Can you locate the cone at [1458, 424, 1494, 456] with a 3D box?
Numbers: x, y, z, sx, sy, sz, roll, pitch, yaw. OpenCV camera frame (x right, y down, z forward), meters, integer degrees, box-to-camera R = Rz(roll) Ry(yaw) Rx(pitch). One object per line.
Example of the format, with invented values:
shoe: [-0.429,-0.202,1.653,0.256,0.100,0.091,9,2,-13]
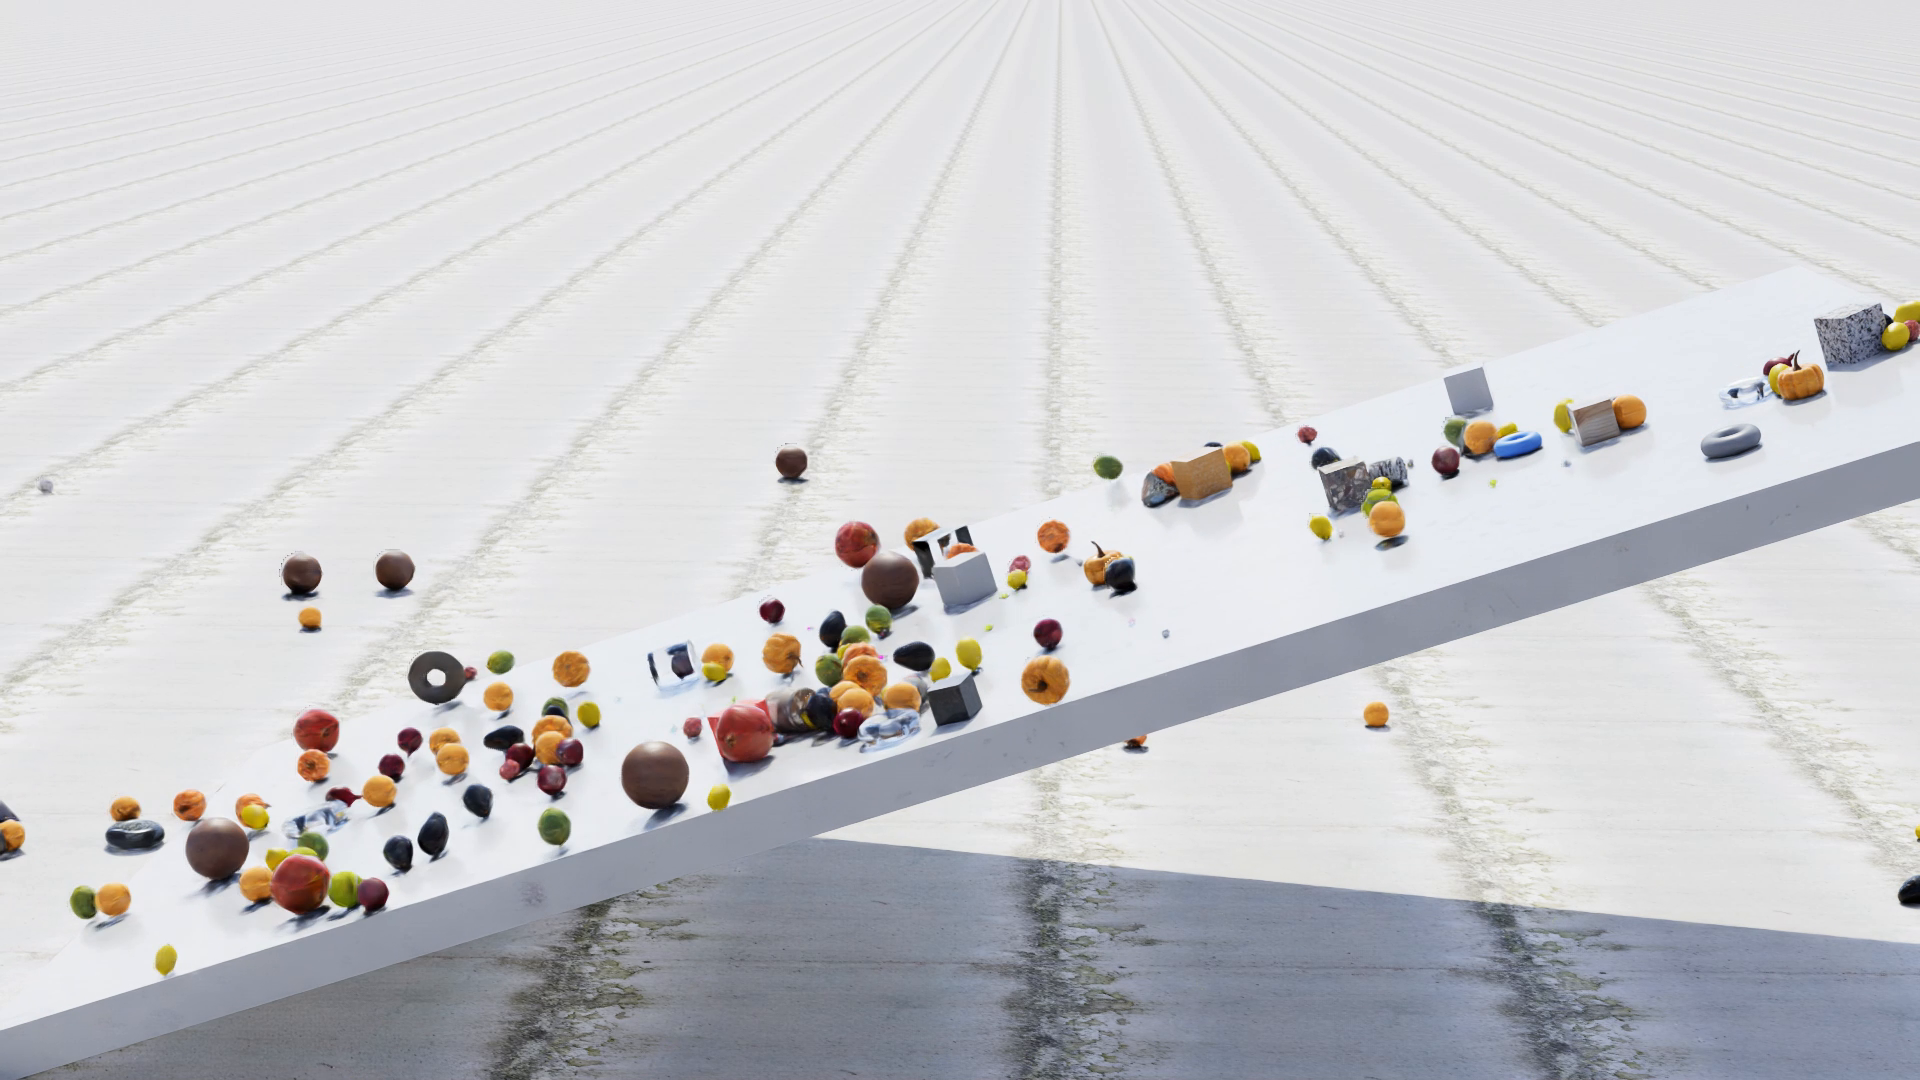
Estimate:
cone: [1.099,-0.207,6.242,0.067,0.067,0.067,9,12,-1]

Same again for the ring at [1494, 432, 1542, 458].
ring: [1.156,-0.198,6.093,0.102,0.034,0.102,-17,11,3]

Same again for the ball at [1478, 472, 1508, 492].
ball: [1.062,-0.106,5.866,0.061,0.061,0.061,0,12,0]

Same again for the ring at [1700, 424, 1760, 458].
ring: [1.447,-0.186,5.522,0.114,0.038,0.114,-19,12,4]

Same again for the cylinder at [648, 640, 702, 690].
cylinder: [-0.634,0.279,6.543,0.093,0.093,0.093,-17,10,7]

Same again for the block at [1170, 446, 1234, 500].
block: [0.552,-0.153,6.730,0.092,0.092,0.092,-22,11,-19]

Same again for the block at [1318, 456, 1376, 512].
block: [0.807,-0.118,6.136,0.084,0.084,0.084,-19,10,-1]

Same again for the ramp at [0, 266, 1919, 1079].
ramp: [0.102,0.182,6.309,4.000,0.100,2.000,-17,11,5]

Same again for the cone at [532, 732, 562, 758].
cone: [-0.874,0.444,6.286,0.059,0.059,0.059,12,14,11]

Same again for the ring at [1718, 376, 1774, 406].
ring: [1.575,-0.300,5.889,0.111,0.037,0.111,-17,12,4]

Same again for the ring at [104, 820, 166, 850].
ring: [-1.962,0.701,6.995,0.139,0.046,0.139,1,11,0]

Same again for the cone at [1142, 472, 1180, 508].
cone: [0.474,-0.111,6.802,0.083,0.083,0.083,6,10,-17]

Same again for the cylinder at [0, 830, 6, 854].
cylinder: [-2.284,0.712,6.883,0.069,0.069,0.069,8,14,33]

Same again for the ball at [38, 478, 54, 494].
ball: [-3.531,-0.209,11.360,0.063,0.063,0.063,0,12,0]

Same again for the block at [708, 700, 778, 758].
block: [-0.424,0.368,5.746,0.085,0.085,0.085,-26,13,-36]

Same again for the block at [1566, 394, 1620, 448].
block: [1.287,-0.244,5.978,0.079,0.079,0.079,-18,11,5]

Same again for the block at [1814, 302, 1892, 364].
block: [1.804,-0.418,5.941,0.096,0.096,0.096,-22,11,-18]

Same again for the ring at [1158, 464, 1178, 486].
ring: [0.532,-0.163,6.951,0.135,0.045,0.135,-17,11,3]

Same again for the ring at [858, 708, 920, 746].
ring: [-0.132,0.347,5.476,0.123,0.041,0.123,-17,11,3]

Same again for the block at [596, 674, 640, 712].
block: [-0.765,0.353,6.590,0.090,0.090,0.090,1,10,1]

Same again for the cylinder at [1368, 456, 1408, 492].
cylinder: [0.895,-0.138,6.150,0.062,0.062,0.062,-13,5,28]

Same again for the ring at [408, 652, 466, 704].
ring: [-1.285,0.338,7.225,0.139,0.139,0.046,-1,19,-3]

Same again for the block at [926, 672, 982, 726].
block: [-0.010,0.296,5.454,0.069,0.069,0.069,-13,12,25]

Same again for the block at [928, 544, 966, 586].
block: [-0.029,0.056,6.543,0.054,0.054,0.054,-32,51,-16]

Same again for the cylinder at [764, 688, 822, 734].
cylinder: [-0.330,0.334,5.762,0.084,0.084,0.084,-8,3,43]

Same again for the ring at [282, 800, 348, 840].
ring: [-1.381,0.599,6.298,0.147,0.049,0.147,-19,7,2]

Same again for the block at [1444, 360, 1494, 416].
block: [1.158,-0.347,6.692,0.092,0.092,0.092,-16,11,14]

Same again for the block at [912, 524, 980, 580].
block: [-0.033,0.028,6.793,0.095,0.095,0.095,-26,13,-37]
